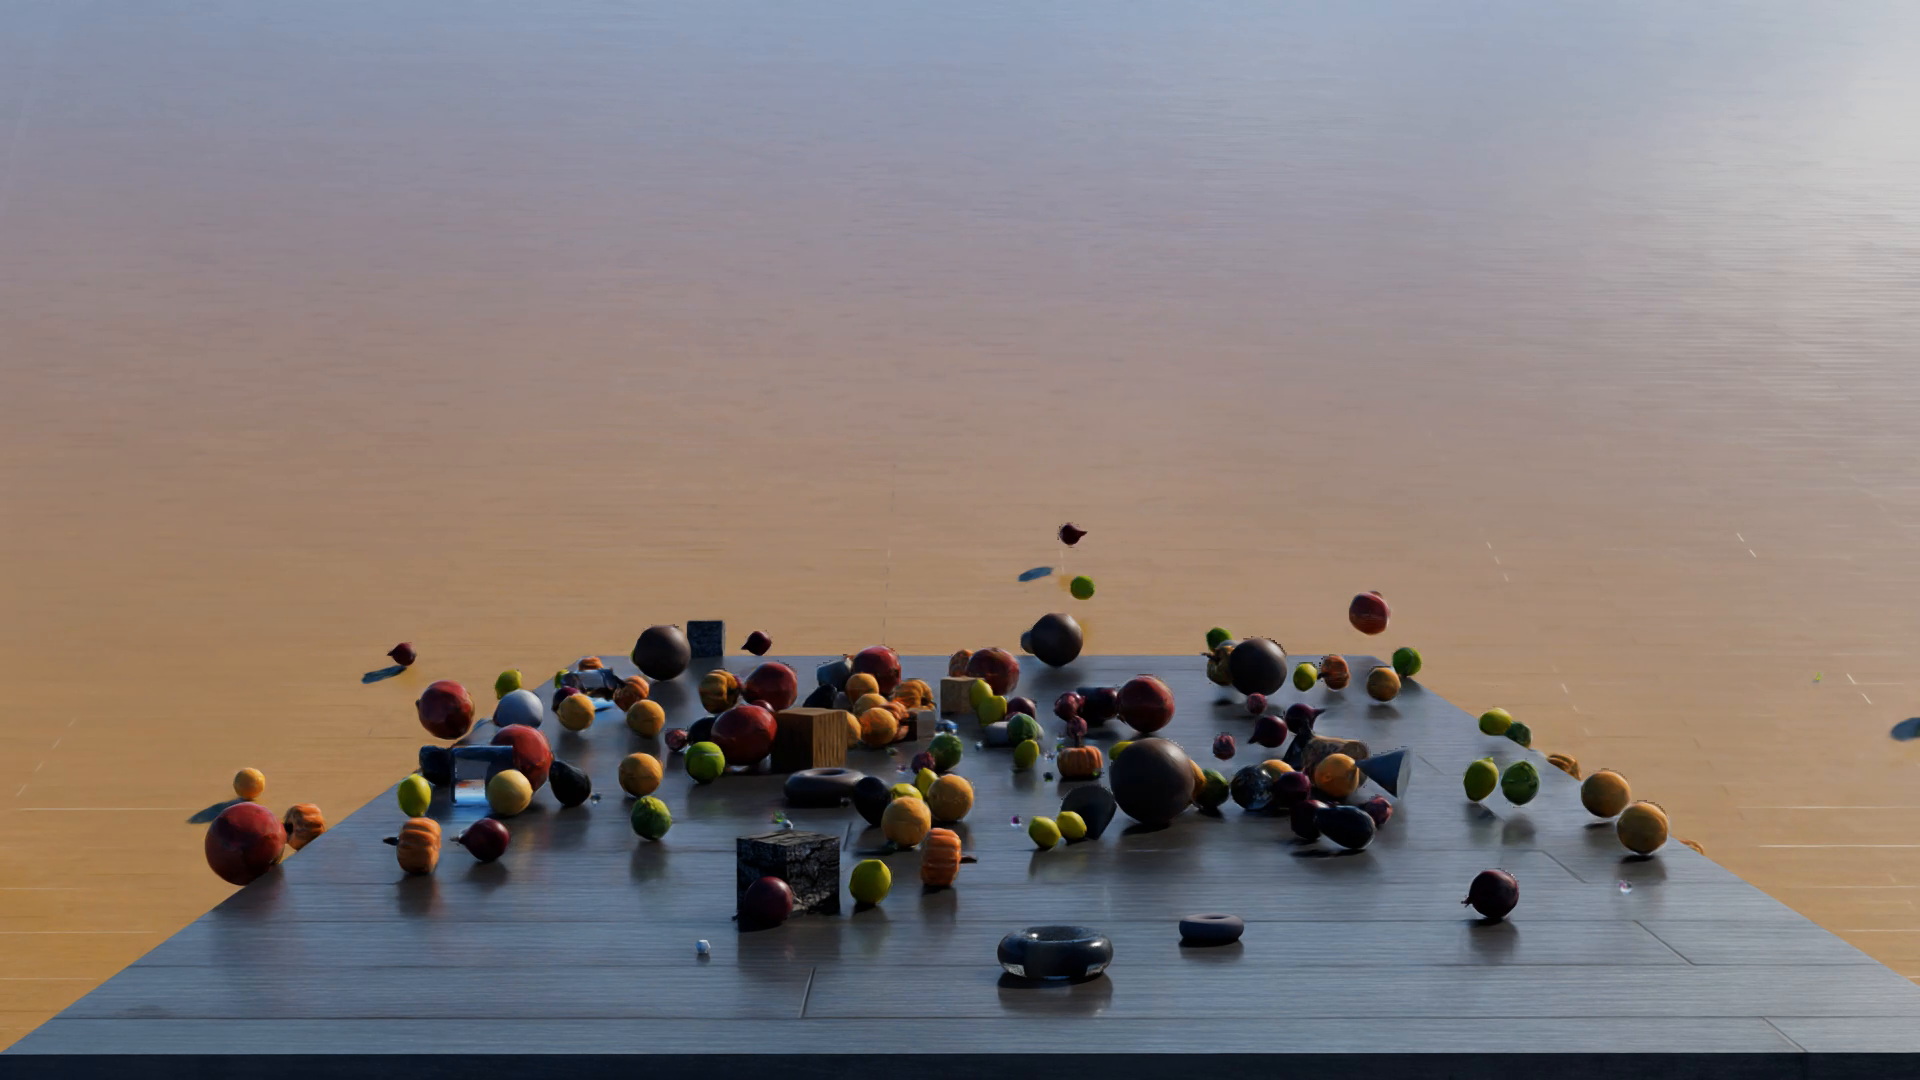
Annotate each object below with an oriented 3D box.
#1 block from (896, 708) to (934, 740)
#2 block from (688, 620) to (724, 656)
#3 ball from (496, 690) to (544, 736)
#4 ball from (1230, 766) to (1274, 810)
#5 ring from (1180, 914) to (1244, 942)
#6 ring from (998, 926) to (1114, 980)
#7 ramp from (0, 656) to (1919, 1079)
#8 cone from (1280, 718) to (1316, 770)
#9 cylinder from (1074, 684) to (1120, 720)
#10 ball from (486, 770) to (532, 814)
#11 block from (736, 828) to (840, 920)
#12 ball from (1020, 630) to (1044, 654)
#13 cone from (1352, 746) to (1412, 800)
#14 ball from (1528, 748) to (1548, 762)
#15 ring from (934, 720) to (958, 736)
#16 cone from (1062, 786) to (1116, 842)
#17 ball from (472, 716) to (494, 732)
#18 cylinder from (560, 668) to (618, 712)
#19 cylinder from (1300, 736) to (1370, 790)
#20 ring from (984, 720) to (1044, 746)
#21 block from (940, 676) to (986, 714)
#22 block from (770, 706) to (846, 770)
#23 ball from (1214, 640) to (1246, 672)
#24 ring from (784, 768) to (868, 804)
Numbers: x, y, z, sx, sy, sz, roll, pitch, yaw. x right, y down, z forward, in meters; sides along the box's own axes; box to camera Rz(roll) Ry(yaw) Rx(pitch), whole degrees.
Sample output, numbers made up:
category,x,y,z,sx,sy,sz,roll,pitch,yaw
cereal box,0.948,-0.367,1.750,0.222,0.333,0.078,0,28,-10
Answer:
category,x,y,z,sx,sy,sz,roll,pitch,yaw
block,-0.086,0.352,4.911,0.054,0.054,0.054,2,4,39
block,-0.650,0.251,6.572,0.088,0.088,0.088,0,-3,-1
ball,-0.847,0.333,4.946,0.090,0.090,0.090,0,21,0
ball,0.460,0.390,4.044,0.070,0.070,0.070,0,21,0
ring,0.301,0.464,3.076,0.078,0.026,0.078,-2,-1,0
ring,0.107,0.465,2.897,0.131,0.044,0.131,-1,3,0
ramp,0.050,0.449,4.532,2.000,0.100,4.000,0,3,0
cone,0.608,0.354,4.524,0.090,0.090,0.090,0,3,0
cylinder,0.277,0.329,5.201,0.069,0.069,0.069,2,20,29
ball,-0.702,0.393,4.002,0.070,0.070,0.070,0,21,0
block,-0.217,0.422,3.251,0.092,0.092,0.092,3,4,43
ball,0.188,0.266,6.690,0.062,0.062,0.062,0,21,0
cone,0.674,0.368,4.145,0.087,0.087,0.087,10,23,22
ball,1.347,0.533,6.060,0.083,0.083,0.083,0,21,0
ring,-0.044,0.363,4.964,0.080,0.027,0.080,-1,3,0
cone,0.195,0.420,3.789,0.083,0.083,0.083,-2,30,-5
ball,-1.139,0.469,6.220,0.085,0.085,0.085,0,21,0
cylinder,-0.771,0.312,5.344,0.085,0.085,0.085,-5,20,-42
cylinder,0.624,0.370,4.274,0.082,0.082,0.082,-17,13,-37
ring,0.102,0.365,4.842,0.112,0.037,0.112,0,4,0
block,0.007,0.322,5.354,0.067,0.067,0.067,-3,4,-41
block,-0.268,0.350,4.553,0.096,0.096,0.096,2,4,35
ball,0.643,0.276,6.119,0.078,0.078,0.078,0,21,0
ring,-0.216,0.397,4.151,0.137,0.046,0.137,-2,3,0
